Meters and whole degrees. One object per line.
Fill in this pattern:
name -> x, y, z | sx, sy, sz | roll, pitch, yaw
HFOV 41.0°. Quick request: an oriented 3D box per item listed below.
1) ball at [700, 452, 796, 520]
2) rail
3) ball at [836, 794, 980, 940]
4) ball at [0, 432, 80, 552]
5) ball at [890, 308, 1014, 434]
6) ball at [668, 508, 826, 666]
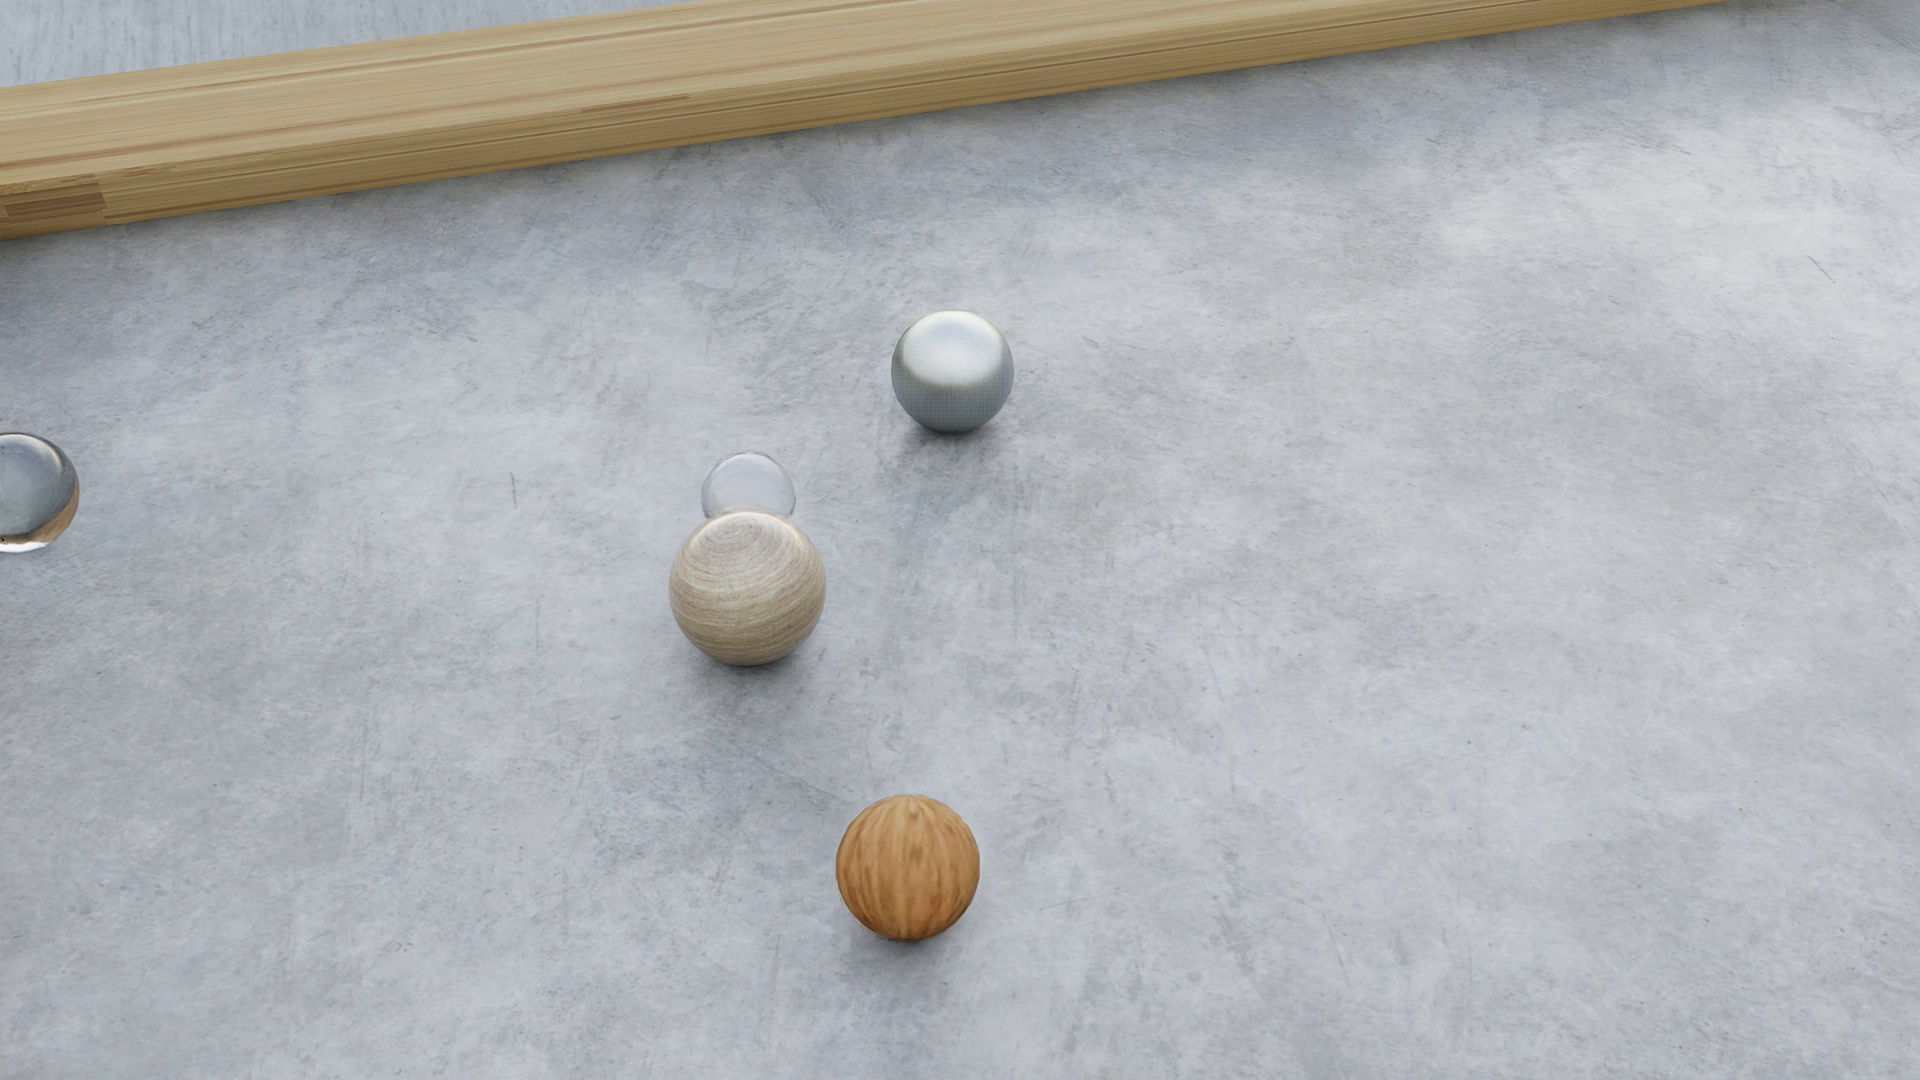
ball -> -0.136, -0.027, 1.648 | 0.061, 0.061, 0.061 | 0, 35, 0
rail -> 0.416, -0.482, 2.237 | 2.552, 0.123, 0.045 | -10, 37, -14
ball -> -0.027, 0.172, 1.353 | 0.076, 0.076, 0.076 | 0, 35, 0
ball -> -0.603, -0.031, 1.640 | 0.077, 0.077, 0.077 | 0, 35, 0
ball -> -0.005, -0.115, 1.753 | 0.085, 0.085, 0.085 | 0, 35, 0
ball -> -0.128, 0.028, 1.541 | 0.095, 0.095, 0.095 | 0, 35, 0
